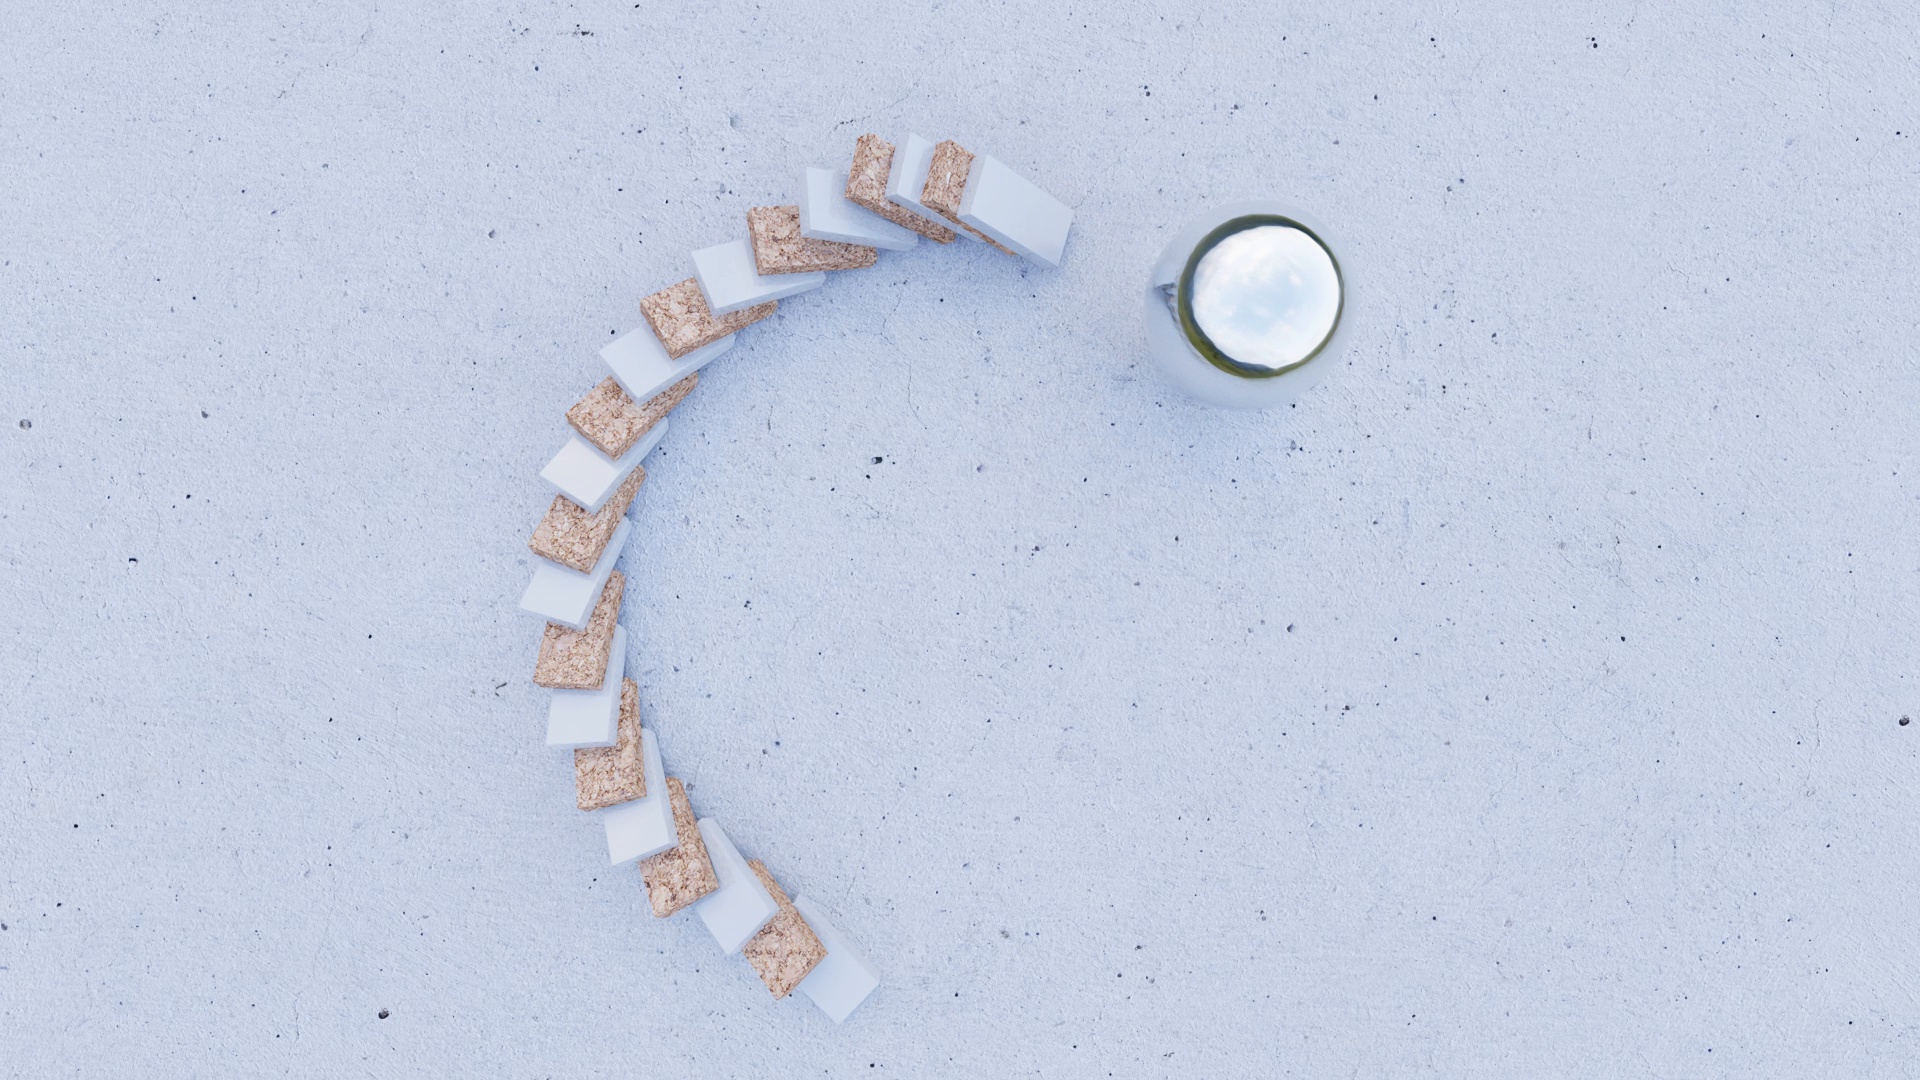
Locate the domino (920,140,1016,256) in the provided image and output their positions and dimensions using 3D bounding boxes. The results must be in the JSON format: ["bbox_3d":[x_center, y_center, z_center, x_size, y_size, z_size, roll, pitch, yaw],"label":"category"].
[{"bbox_3d":[0.009,-0.141,0.381,0.050,0.009,0.025,17,88,-37],"label":"domino"}]

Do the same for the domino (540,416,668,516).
[{"bbox_3d":[-0.149,-0.038,0.386,0.025,0.009,0.050,32,66,0],"label":"domino"}]

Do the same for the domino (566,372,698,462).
[{"bbox_3d":[-0.137,-0.059,0.385,0.025,0.009,0.050,39,66,0],"label":"domino"}]

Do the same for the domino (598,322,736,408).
[{"bbox_3d":[-0.123,-0.080,0.385,0.050,0.010,0.025,-41,90,-24],"label":"domino"}]

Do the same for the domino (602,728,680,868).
[{"bbox_3d":[-0.137,0.108,0.385,0.025,0.010,0.050,-22,66,0],"label":"domino"}]

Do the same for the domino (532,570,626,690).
[{"bbox_3d":[-0.160,0.037,0.385,0.025,0.010,0.050,3,66,0],"label":"domino"}]

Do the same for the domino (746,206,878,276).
[{"bbox_3d":[-0.062,-0.127,0.386,0.050,0.009,0.025,-12,90,-23],"label":"domino"}]

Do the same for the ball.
[{"bbox_3d":[0.113,-0.091,0.360,0.080,0.080,0.080,0,90,0],"label":"ball"}]

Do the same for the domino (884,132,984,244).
[{"bbox_3d":[-0.006,-0.145,0.381,0.050,0.010,0.025,13,90,-37],"label":"domino"}]

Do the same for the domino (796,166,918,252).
[{"bbox_3d":[-0.042,-0.137,0.382,0.050,0.009,0.025,-4,90,-34],"label":"domino"}]

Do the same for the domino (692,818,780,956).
[{"bbox_3d":[-0.101,0.145,0.386,0.025,0.010,0.050,-46,68,0],"label":"domino"}]

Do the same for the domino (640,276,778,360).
[{"bbox_3d":[-0.105,-0.098,0.385,0.050,0.010,0.025,-33,90,-24],"label":"domino"}]

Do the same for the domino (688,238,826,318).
[{"bbox_3d":[-0.085,-0.114,0.386,0.050,0.010,0.025,-24,90,-24],"label":"domino"}]

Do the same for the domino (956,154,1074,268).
[{"bbox_3d":[0.024,-0.135,0.381,0.050,0.009,0.025,17,87,-37],"label":"domino"}]

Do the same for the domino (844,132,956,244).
[{"bbox_3d":[-0.022,-0.145,0.381,0.050,0.009,0.025,13,90,-37],"label":"domino"}]

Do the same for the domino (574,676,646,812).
[{"bbox_3d":[-0.148,0.085,0.386,0.025,0.009,0.050,-14,66,0],"label":"domino"}]

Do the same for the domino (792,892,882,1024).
[{"bbox_3d":[-0.061,0.180,0.395,0.050,0.009,0.025,44,90,0],"label":"domino"}]

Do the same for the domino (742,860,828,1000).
[{"bbox_3d":[-0.081,0.163,0.386,0.025,0.010,0.050,-46,68,0],"label":"domino"}]

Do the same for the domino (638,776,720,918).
[{"bbox_3d":[-0.123,0.129,0.385,0.025,0.009,0.050,-30,66,0],"label":"domino"}]

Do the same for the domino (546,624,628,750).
[{"bbox_3d":[-0.156,0.061,0.385,0.025,0.009,0.050,-4,66,0],"label":"domino"}]

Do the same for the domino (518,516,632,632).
[{"bbox_3d":[-0.161,0.011,0.386,0.025,0.010,0.050,16,66,0],"label":"domino"}]

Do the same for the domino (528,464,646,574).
[{"bbox_3d":[-0.156,-0.013,0.385,0.025,0.009,0.050,21,66,0],"label":"domino"}]
